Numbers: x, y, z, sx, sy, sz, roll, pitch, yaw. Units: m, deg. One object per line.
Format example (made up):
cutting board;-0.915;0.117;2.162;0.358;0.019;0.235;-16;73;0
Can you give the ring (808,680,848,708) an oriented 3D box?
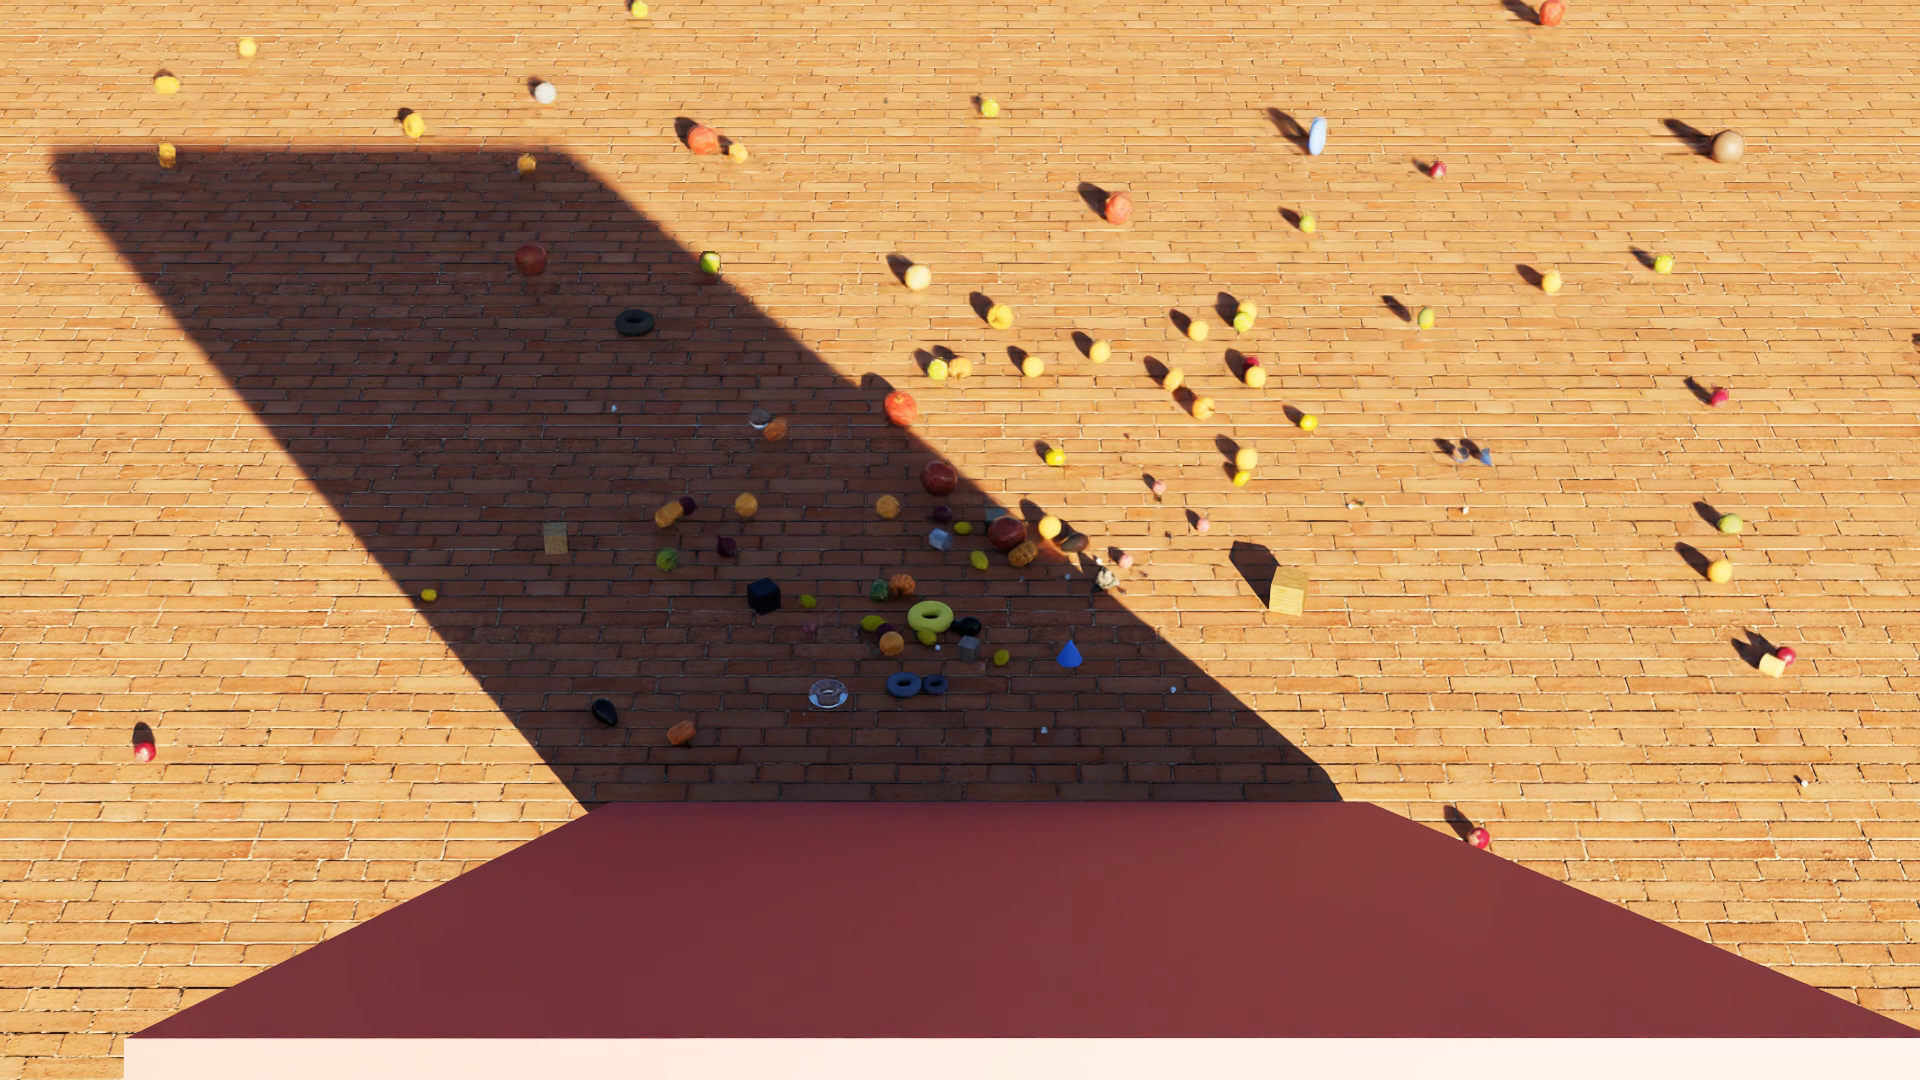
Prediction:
ring;-0.372;0.433;7.328;0.111;0.037;0.111;0;34;0

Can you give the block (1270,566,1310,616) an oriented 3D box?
block;0.971;0.152;7.670;0.096;0.096;0.096;10;37;13

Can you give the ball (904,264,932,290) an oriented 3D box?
ball;-0.149;-0.928;9.177;0.096;0.096;0.096;0;36;0

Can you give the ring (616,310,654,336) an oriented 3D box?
ring;-1.123;-0.751;8.974;0.135;0.045;0.135;1;37;0

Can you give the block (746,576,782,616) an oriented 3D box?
block;-0.578;0.167;7.670;0.071;0.071;0.071;-23;42;-29

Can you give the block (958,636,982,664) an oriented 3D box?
block;0.027;0.314;7.481;0.051;0.051;0.051;16;39;21

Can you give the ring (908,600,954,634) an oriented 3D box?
ring;-0.086;0.227;7.608;0.138;0.046;0.138;0;34;0

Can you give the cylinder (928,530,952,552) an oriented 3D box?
cylinder;-0.060;0.001;7.917;0.052;0.052;0.052;23;42;29

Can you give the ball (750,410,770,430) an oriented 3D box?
ball;-0.653;-0.393;8.457;0.065;0.065;0.065;0;36;0

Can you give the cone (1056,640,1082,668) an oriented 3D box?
cone;0.316;0.313;7.462;0.075;0.075;0.075;0;36;0

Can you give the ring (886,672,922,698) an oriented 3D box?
ring;-0.159;0.410;7.362;0.103;0.034;0.103;-1;35;1

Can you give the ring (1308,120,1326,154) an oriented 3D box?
ring;1.376;-1.553;10.012;0.047;0.140;0.140;12;37;16

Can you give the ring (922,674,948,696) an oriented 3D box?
ring;-0.071;0.410;7.369;0.078;0.026;0.078;1;37;0

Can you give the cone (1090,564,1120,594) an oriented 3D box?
cone;0.418;0.133;7.747;0.083;0.083;0.083;-44;49;-10

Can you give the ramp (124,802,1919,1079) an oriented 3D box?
ramp;0.078;0.671;4.862;2.000;0.100;4.000;0;-2;0

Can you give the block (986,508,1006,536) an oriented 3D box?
block;0.110;-0.053;7.986;0.061;0.061;0.061;-2;36;-2

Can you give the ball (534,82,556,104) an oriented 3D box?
ball;-1.656;-1.785;10.379;0.088;0.088;0.088;0;36;0

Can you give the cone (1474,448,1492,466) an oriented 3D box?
cone;1.683;-0.256;8.300;0.055;0.055;0.055;-22;68;-27

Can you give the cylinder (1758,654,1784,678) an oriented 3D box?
cylinder;2.317;0.359;7.417;0.052;0.052;0.052;27;44;33

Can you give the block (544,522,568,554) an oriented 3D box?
block;-1.229;-0.004;7.912;0.068;0.068;0.068;-3;36;-5

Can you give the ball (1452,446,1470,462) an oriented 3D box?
ball;1.600;-0.273;8.299;0.053;0.053;0.053;0;36;0
